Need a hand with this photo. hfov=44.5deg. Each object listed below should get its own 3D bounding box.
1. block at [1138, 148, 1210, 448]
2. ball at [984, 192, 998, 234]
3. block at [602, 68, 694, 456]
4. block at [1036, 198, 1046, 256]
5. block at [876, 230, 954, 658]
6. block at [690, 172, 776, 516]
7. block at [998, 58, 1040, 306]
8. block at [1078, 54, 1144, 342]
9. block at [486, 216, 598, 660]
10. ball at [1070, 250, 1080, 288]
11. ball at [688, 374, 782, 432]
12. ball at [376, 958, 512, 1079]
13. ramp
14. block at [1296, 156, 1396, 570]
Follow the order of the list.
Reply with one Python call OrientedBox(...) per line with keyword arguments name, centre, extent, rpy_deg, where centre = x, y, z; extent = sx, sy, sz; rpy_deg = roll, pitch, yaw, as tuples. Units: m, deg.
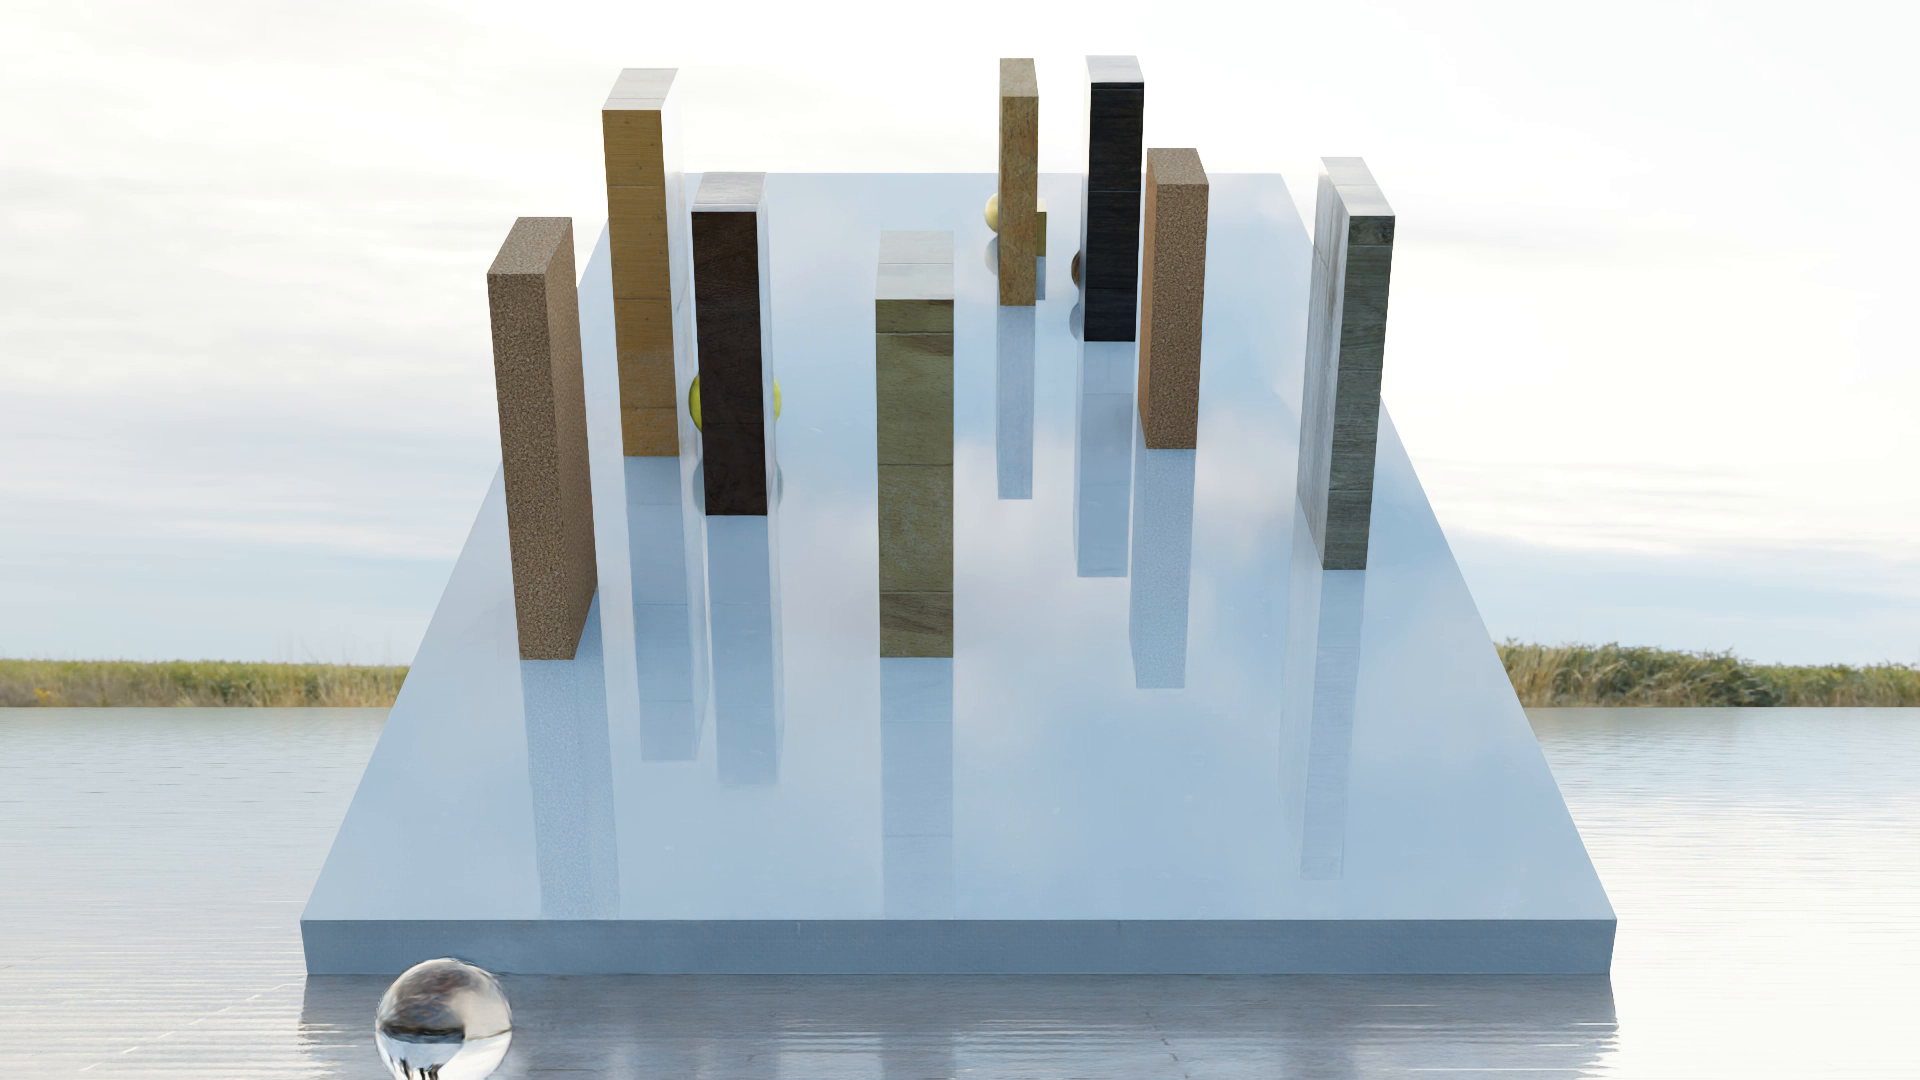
OrientedBox(name="block", centre=(0.471, -0.538, 5.215), extent=(0.111, 0.608, 0.284), rpy_deg=(0, 25, 0))
OrientedBox(name="ball", centre=(0.130, -0.918, 6.588), extent=(0.127, 0.127, 0.127), rpy_deg=(0, -4, 0))
OrientedBox(name="block", centre=(-0.681, -0.613, 5.169), extent=(0.124, 0.778, 0.359), rpy_deg=(0, 25, 0))
OrientedBox(name="block", centre=(0.173, -0.865, 6.473), extent=(0.128, 0.128, 0.128), rpy_deg=(0, 25, 0))
OrientedBox(name="block", centre=(-0.080, -0.181, 4.347), extent=(0.135, 0.696, 0.386), rpy_deg=(0, 25, 0))
OrientedBox(name="block", centre=(-0.466, -0.408, 4.876), extent=(0.129, 0.657, 0.281), rpy_deg=(0, 25, 0))
OrientedBox(name="block", centre=(0.150, -0.943, 6.142), extent=(0.092, 0.550, 0.406), rpy_deg=(0, 25, 0))
OrientedBox(name="block", centre=(0.373, -0.847, 5.819), extent=(0.129, 0.654, 0.272), rpy_deg=(0, 25, 0))
OrientedBox(name="block", centre=(-0.759, -0.186, 4.298), extent=(0.099, 0.744, 0.326), rpy_deg=(0, 25, 0))
OrientedBox(name="ball", centre=(0.360, -0.705, 6.115), extent=(0.143, 0.143, 0.143), rpy_deg=(0, -4, 0))
OrientedBox(name="ball", centre=(-0.498, -0.308, 5.192), extent=(0.206, 0.206, 0.206), rpy_deg=(0, -4, 0))
OrientedBox(name="ball", centre=(-0.551, 0.519, 2.503), extent=(0.144, 0.144, 0.144), rpy_deg=(0, -4, 0))
OrientedBox(name="ramp", centre=(-0.009, -0.229, 5.388), extent=(2.000, 0.100, 4.000), rpy_deg=(0, 25, 0))
OrientedBox(name="block", centre=(0.764, -0.356, 4.684), extent=(0.086, 0.731, 0.396), rpy_deg=(0, 25, 0))
